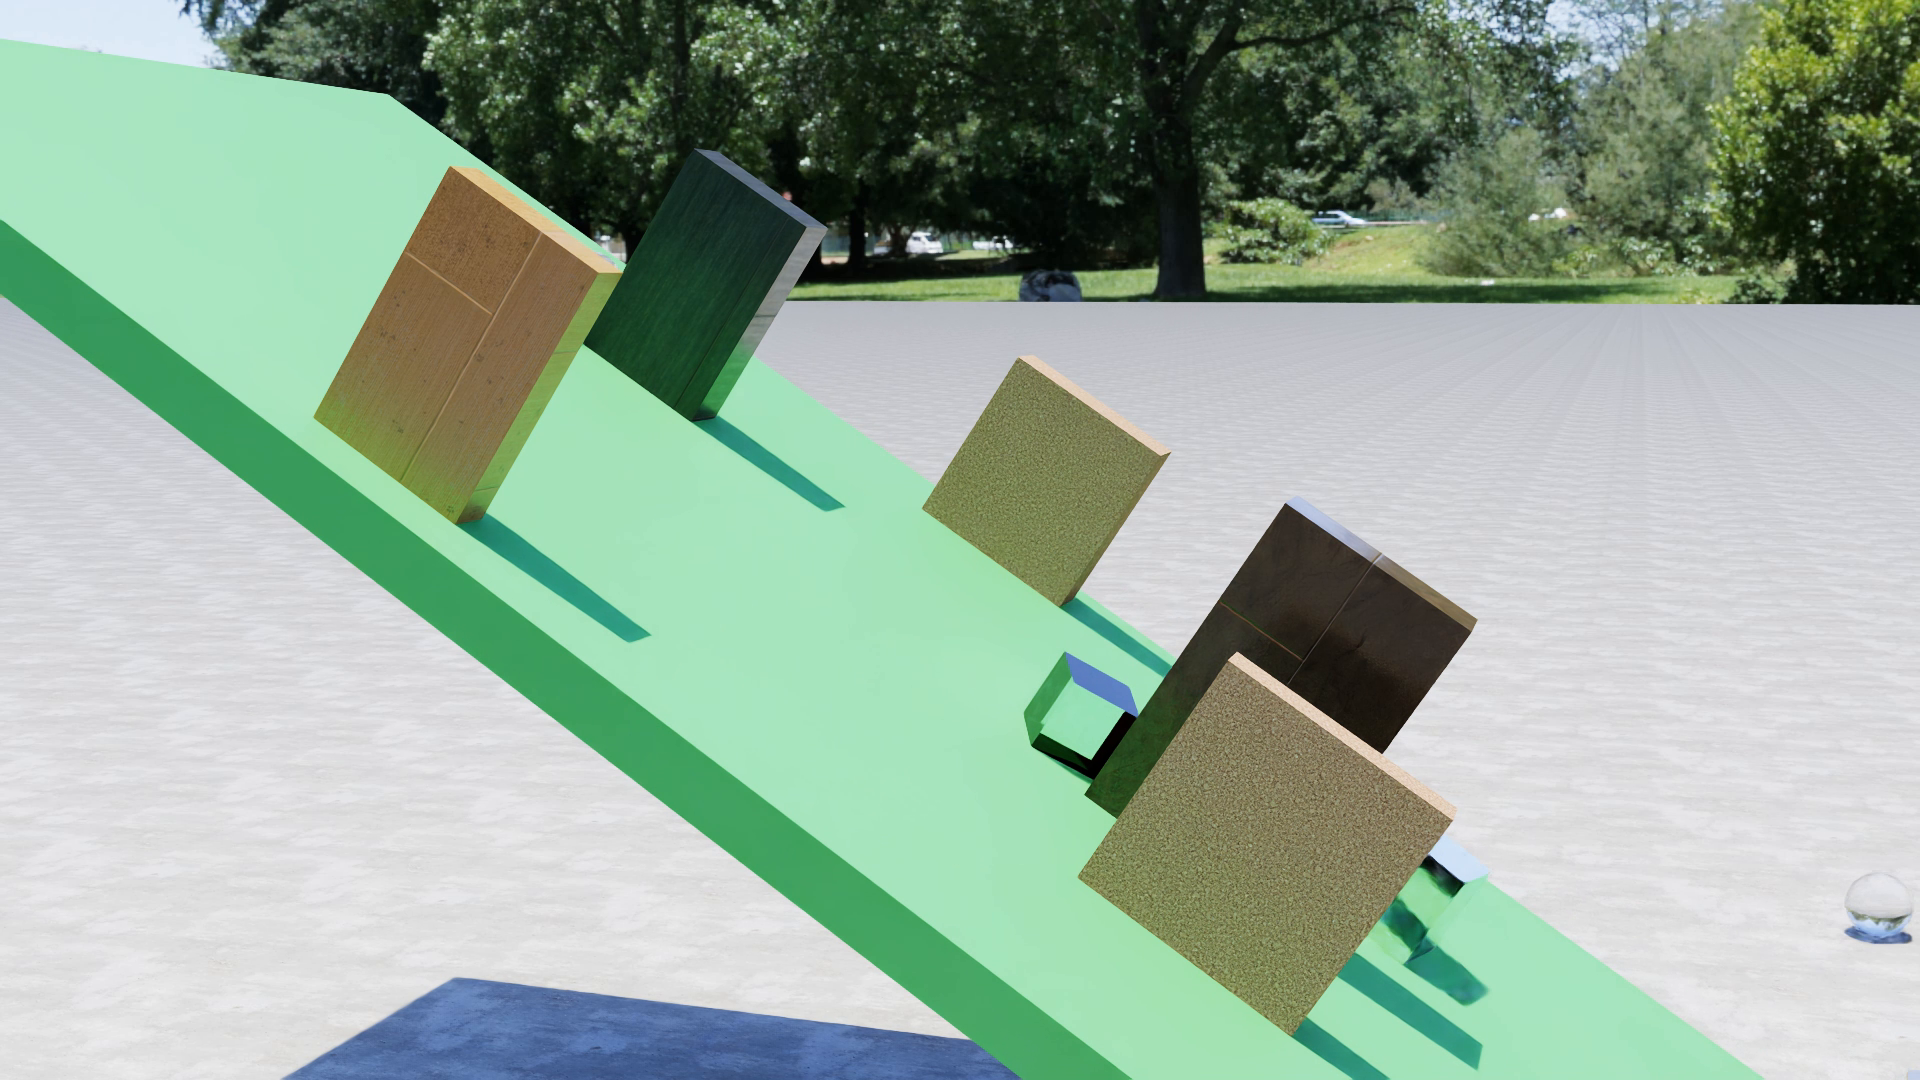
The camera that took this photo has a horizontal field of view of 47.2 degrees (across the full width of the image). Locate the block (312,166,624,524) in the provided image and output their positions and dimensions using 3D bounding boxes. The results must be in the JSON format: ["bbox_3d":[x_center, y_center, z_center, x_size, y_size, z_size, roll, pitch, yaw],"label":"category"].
[{"bbox_3d":[-0.751,-0.295,3.342,0.288,0.454,0.082,36,15,10],"label":"block"}]

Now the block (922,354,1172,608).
[{"bbox_3d":[0.189,-0.131,4.829,0.377,0.403,0.123,36,15,10],"label":"block"}]

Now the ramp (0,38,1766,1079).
[{"bbox_3d":[-0.125,0.210,4.098,4.000,0.100,2.000,36,15,10],"label":"ramp"}]

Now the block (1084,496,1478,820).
[{"bbox_3d":[0.551,0.291,3.807,0.373,0.628,0.138,36,15,10],"label":"block"}]

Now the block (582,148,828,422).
[{"bbox_3d":[-0.521,-0.517,4.480,0.287,0.466,0.123,36,15,10],"label":"block"}]

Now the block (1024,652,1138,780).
[{"bbox_3d":[0.219,0.319,3.986,0.143,0.143,0.143,29,16,-14],"label":"block"}]

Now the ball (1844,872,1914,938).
[{"bbox_3d":[2.572,1.021,6.154,0.178,0.178,0.178,0,7,0],"label":"ball"}]

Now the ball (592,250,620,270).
[{"bbox_3d":[-0.776,-0.523,4.571,0.160,0.160,0.160,0,7,0],"label":"ball"}]

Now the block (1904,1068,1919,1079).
[{"bbox_3d":[1.939,1.190,4.297,0.194,0.194,0.194,8,40,14],"label":"block"}]

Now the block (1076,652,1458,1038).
[{"bbox_3d":[0.477,0.477,3.453,0.415,0.435,0.080,36,15,10],"label":"block"}]

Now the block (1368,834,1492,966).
[{"bbox_3d":[0.837,0.644,4.119,0.194,0.194,0.194,39,16,23],"label":"block"}]
